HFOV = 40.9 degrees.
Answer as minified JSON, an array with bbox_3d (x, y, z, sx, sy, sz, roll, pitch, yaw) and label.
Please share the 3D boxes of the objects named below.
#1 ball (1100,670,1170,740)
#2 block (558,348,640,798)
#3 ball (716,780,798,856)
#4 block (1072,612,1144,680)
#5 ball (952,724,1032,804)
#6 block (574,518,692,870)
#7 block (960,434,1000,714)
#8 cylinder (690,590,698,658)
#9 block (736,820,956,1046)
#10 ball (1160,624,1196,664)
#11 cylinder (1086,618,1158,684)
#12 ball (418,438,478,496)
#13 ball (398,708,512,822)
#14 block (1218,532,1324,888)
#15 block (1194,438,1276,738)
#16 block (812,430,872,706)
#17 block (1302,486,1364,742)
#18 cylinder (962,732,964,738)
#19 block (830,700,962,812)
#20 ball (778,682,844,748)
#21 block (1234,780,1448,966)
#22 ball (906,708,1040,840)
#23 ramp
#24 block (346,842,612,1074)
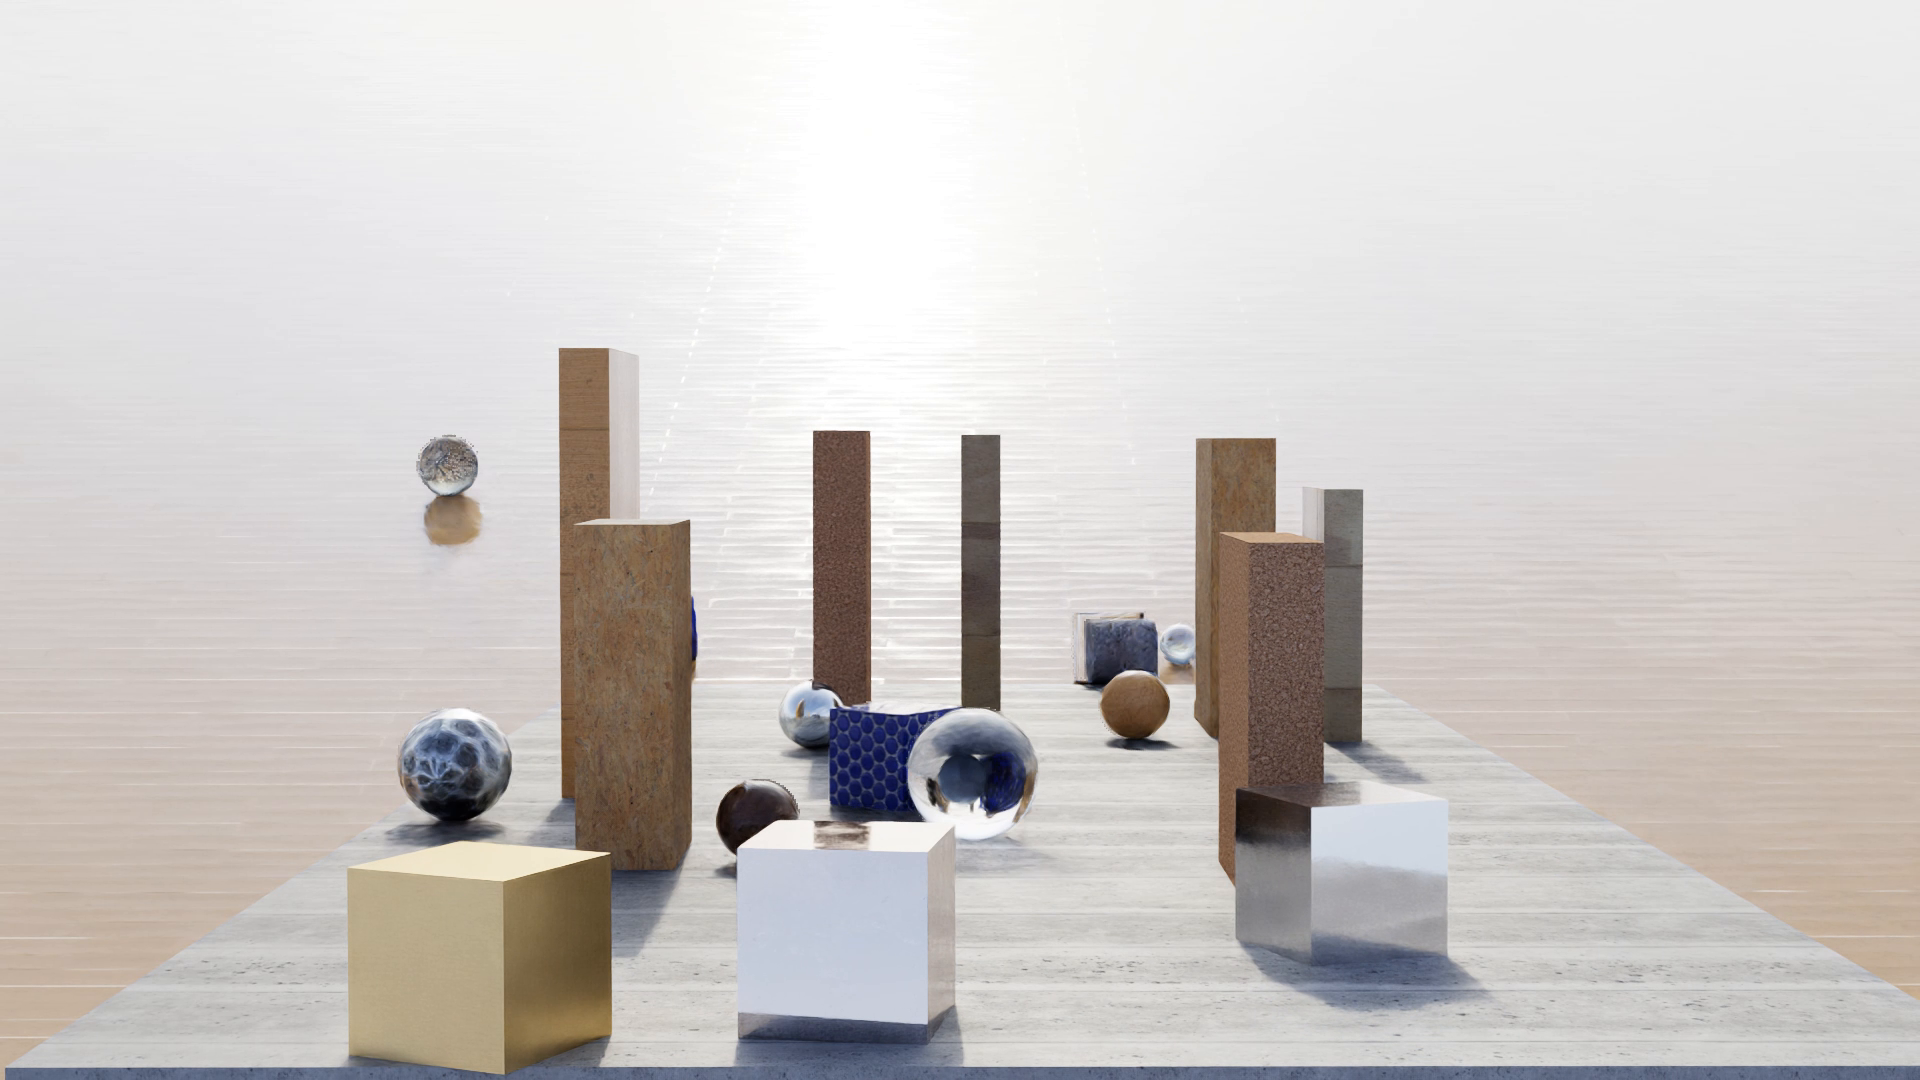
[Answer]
[{"bbox_3d":[0.362,0.340,5.332,0.143,0.143,0.143,0,24,0],"label":"ball"},{"bbox_3d":[-0.647,0.050,4.651,0.087,0.778,0.419,0,2,0],"label":"block"},{"bbox_3d":[-0.298,0.412,3.782,0.120,0.120,0.120,0,24,0],"label":"ball"},{"bbox_3d":[0.386,0.276,6.687,0.172,0.172,0.172,-1,-3,-1],"label":"block"},{"bbox_3d":[0.054,0.382,4.373,0.135,0.135,0.135,0,24,0],"label":"ball"},{"bbox_3d":[-0.483,0.221,3.830,0.141,0.498,0.261,0,2,0],"label":"block"},{"bbox_3d":[0.047,0.075,5.878,0.089,0.631,0.266,0,2,0],"label":"block"},{"bbox_3d":[-0.799,0.231,6.855,0.180,0.180,0.180,-5,24,-11],"label":"cylinder"},{"bbox_3d":[-0.117,0.413,2.741,0.199,0.199,0.199,0,2,8],"label":"block"},{"bbox_3d":[0.584,0.276,6.839,0.109,0.109,0.109,0,24,0],"label":"ball"},{"bbox_3d":[0.408,0.282,6.514,0.163,0.163,0.163,-1,24,-5],"label":"cylinder"},{"bbox_3d":[-1.567,-0.224,7.891,0.181,0.181,0.181,0,24,0],"label":"ball"},{"bbox_3d":[-0.820,0.365,4.186,0.183,0.183,0.183,0,24,0],"label":"ball"},{"bbox_3d":[0.430,0.238,3.583,0.100,0.483,0.377,0,2,0],"label":"block"},{"bbox_3d":[0.589,0.093,5.530,0.134,0.623,0.353,0,2,0],"label":"block"},{"bbox_3d":[-0.246,0.090,5.409,0.107,0.639,0.342,0,2,0],"label":"block"},{"bbox_3d":[0.784,0.149,5.437,0.080,0.518,0.329,0,2,0],"label":"block"},{"bbox_3d":[-0.065,0.383,4.549,0.118,0.118,0.118,20,14,38],"label":"cylinder"},{"bbox_3d":[-0.110,0.367,4.403,0.162,0.162,0.162,2,3,37],"label":"block"},{"bbox_3d":[-0.297,0.351,5.180,0.135,0.135,0.135,0,24,0],"label":"ball"},{"bbox_3d":[0.463,0.403,3.141,0.187,0.187,0.187,-1,2,-22],"label":"block"},{"bbox_3d":[0.020,0.362,3.980,0.205,0.205,0.205,0,24,0],"label":"ball"},{"bbox_3d":[0.054,0.493,4.543,2.000,0.100,4.000,0,2,0],"label":"ramp"},{"bbox_3d":[-0.489,0.422,2.633,0.190,0.190,0.190,1,2,26],"label":"block"}]
